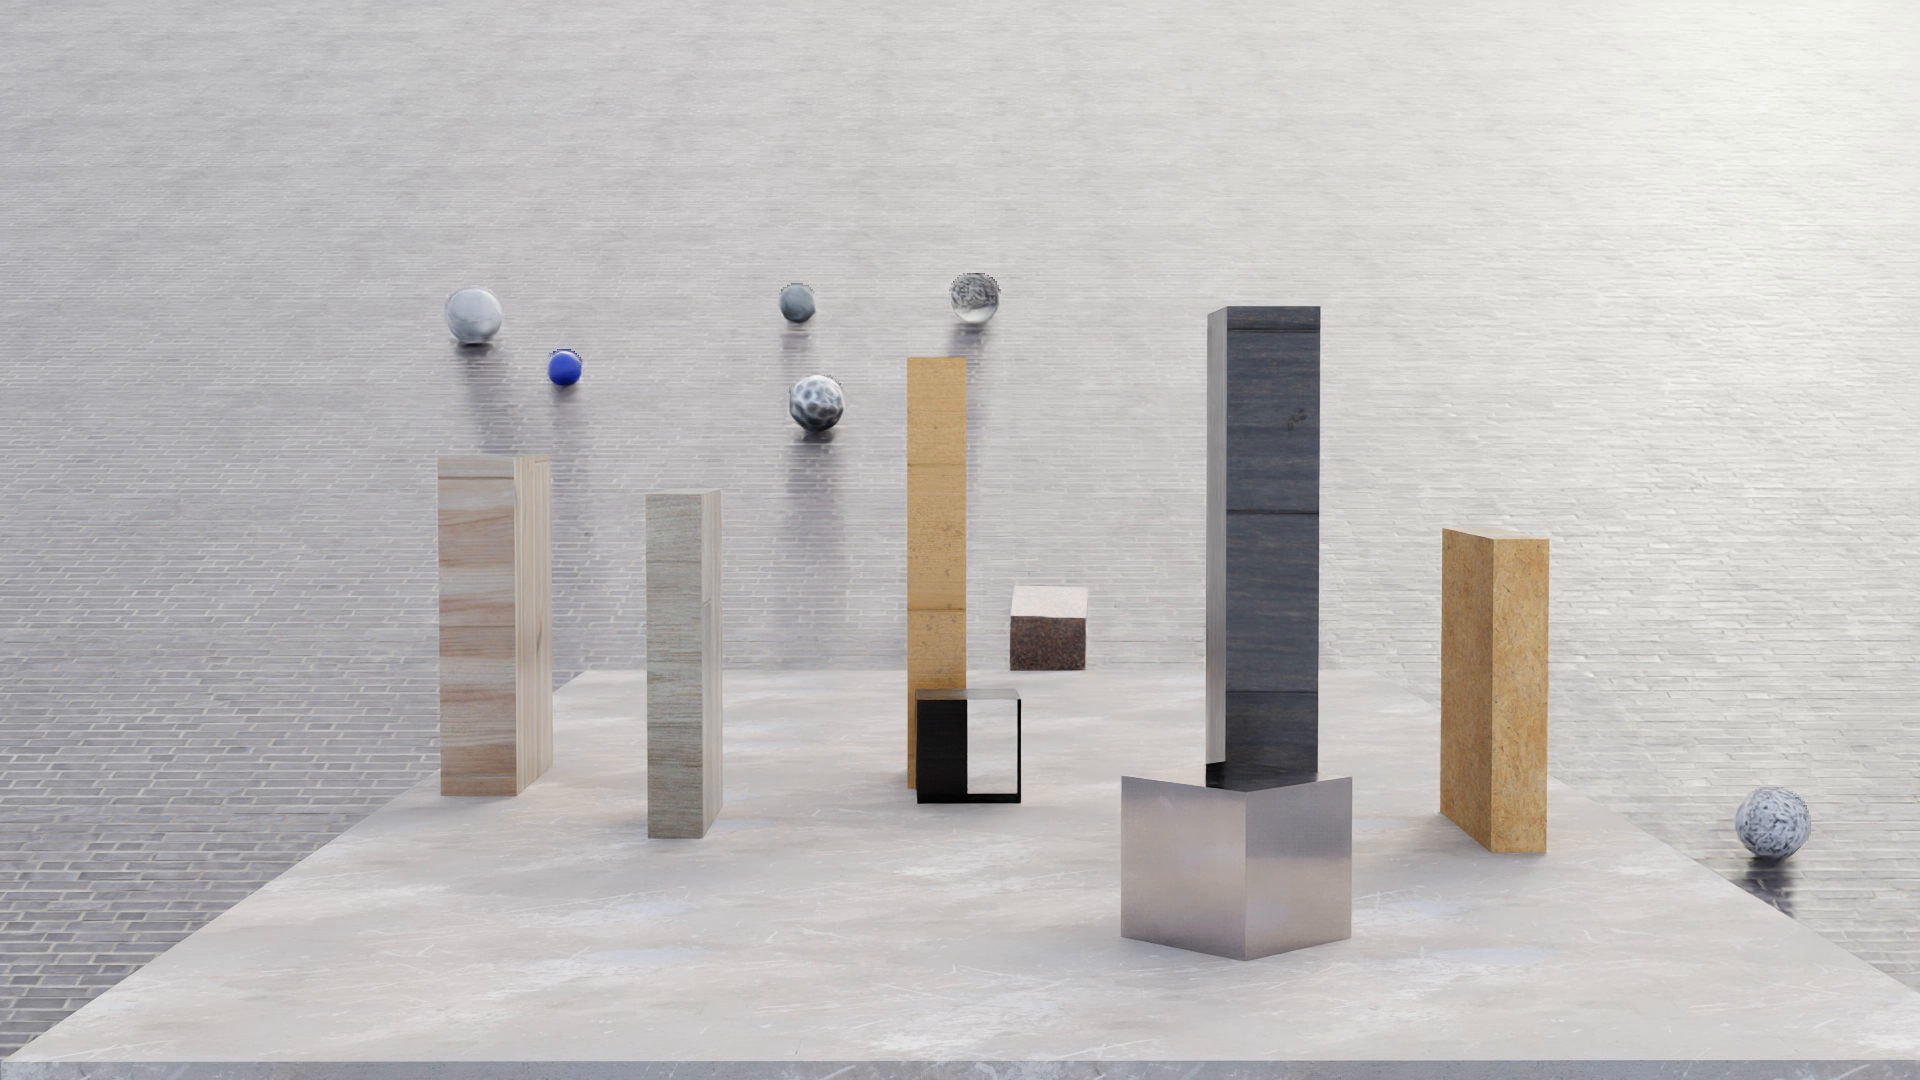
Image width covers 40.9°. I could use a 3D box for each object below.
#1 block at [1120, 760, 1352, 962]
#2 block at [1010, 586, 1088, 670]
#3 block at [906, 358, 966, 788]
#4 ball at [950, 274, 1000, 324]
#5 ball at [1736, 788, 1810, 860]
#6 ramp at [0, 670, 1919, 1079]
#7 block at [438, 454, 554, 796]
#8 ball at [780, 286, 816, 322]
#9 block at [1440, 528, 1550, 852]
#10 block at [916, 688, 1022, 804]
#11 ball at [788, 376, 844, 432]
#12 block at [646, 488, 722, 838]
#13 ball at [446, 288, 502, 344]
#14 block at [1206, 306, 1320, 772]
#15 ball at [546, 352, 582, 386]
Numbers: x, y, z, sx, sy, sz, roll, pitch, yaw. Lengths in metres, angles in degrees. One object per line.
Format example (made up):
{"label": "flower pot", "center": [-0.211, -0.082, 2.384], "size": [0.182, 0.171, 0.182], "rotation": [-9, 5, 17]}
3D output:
{"label": "block", "center": [0.337, 0.386, 3.138], "size": [0.199, 0.199, 0.199], "rotation": [-2, 4, -43]}
{"label": "block", "center": [0.233, 0.249, 6.723], "size": [0.194, 0.194, 0.194], "rotation": [2, 23, 4]}
{"label": "block", "center": [-0.040, 0.052, 4.527], "size": [0.101, 0.740, 0.242], "rotation": [0, 3, 0]}
{"label": "ball", "center": [0.055, -0.887, 9.468], "size": [0.181, 0.181, 0.181], "rotation": [0, 23, 0]}
{"label": "ball", "center": [1.838, 0.642, 5.822], "size": [0.160, 0.160, 0.160], "rotation": [0, 23, 0]}
{"label": "ramp", "center": [0.052, 0.472, 4.536], "size": [2.000, 0.100, 4.000], "rotation": [0, 3, 0]}
{"label": "block", "center": [-0.812, 0.138, 4.522], "size": [0.128, 0.571, 0.393], "rotation": [0, 3, 0]}
{"label": "ball", "center": [-0.598, -0.869, 9.487], "size": [0.135, 0.135, 0.135], "rotation": [0, 23, 0]}
{"label": "block", "center": [0.817, 0.219, 3.950], "size": [0.081, 0.459, 0.397], "rotation": [0, 3, 0]}
{"label": "block", "center": [0.012, 0.345, 4.332], "size": [0.172, 0.172, 0.172], "rotation": [0, 3, -2]}
{"label": "ball", "center": [-0.468, -0.446, 8.406], "size": [0.183, 0.183, 0.183], "rotation": [0, 23, 0]}
{"label": "block", "center": [-0.431, 0.184, 4.048], "size": [0.084, 0.521, 0.334], "rotation": [0, 3, 0]}
{"label": "ball", "center": [-1.746, -0.804, 9.245], "size": [0.201, 0.201, 0.201], "rotation": [0, 23, 0]}
{"label": "block", "center": [0.432, 0.066, 3.696], "size": [0.129, 0.788, 0.282], "rotation": [0, 3, 0]}
{"label": "ball", "center": [-1.358, -0.587, 8.828], "size": [0.119, 0.119, 0.119], "rotation": [0, 23, 0]}
